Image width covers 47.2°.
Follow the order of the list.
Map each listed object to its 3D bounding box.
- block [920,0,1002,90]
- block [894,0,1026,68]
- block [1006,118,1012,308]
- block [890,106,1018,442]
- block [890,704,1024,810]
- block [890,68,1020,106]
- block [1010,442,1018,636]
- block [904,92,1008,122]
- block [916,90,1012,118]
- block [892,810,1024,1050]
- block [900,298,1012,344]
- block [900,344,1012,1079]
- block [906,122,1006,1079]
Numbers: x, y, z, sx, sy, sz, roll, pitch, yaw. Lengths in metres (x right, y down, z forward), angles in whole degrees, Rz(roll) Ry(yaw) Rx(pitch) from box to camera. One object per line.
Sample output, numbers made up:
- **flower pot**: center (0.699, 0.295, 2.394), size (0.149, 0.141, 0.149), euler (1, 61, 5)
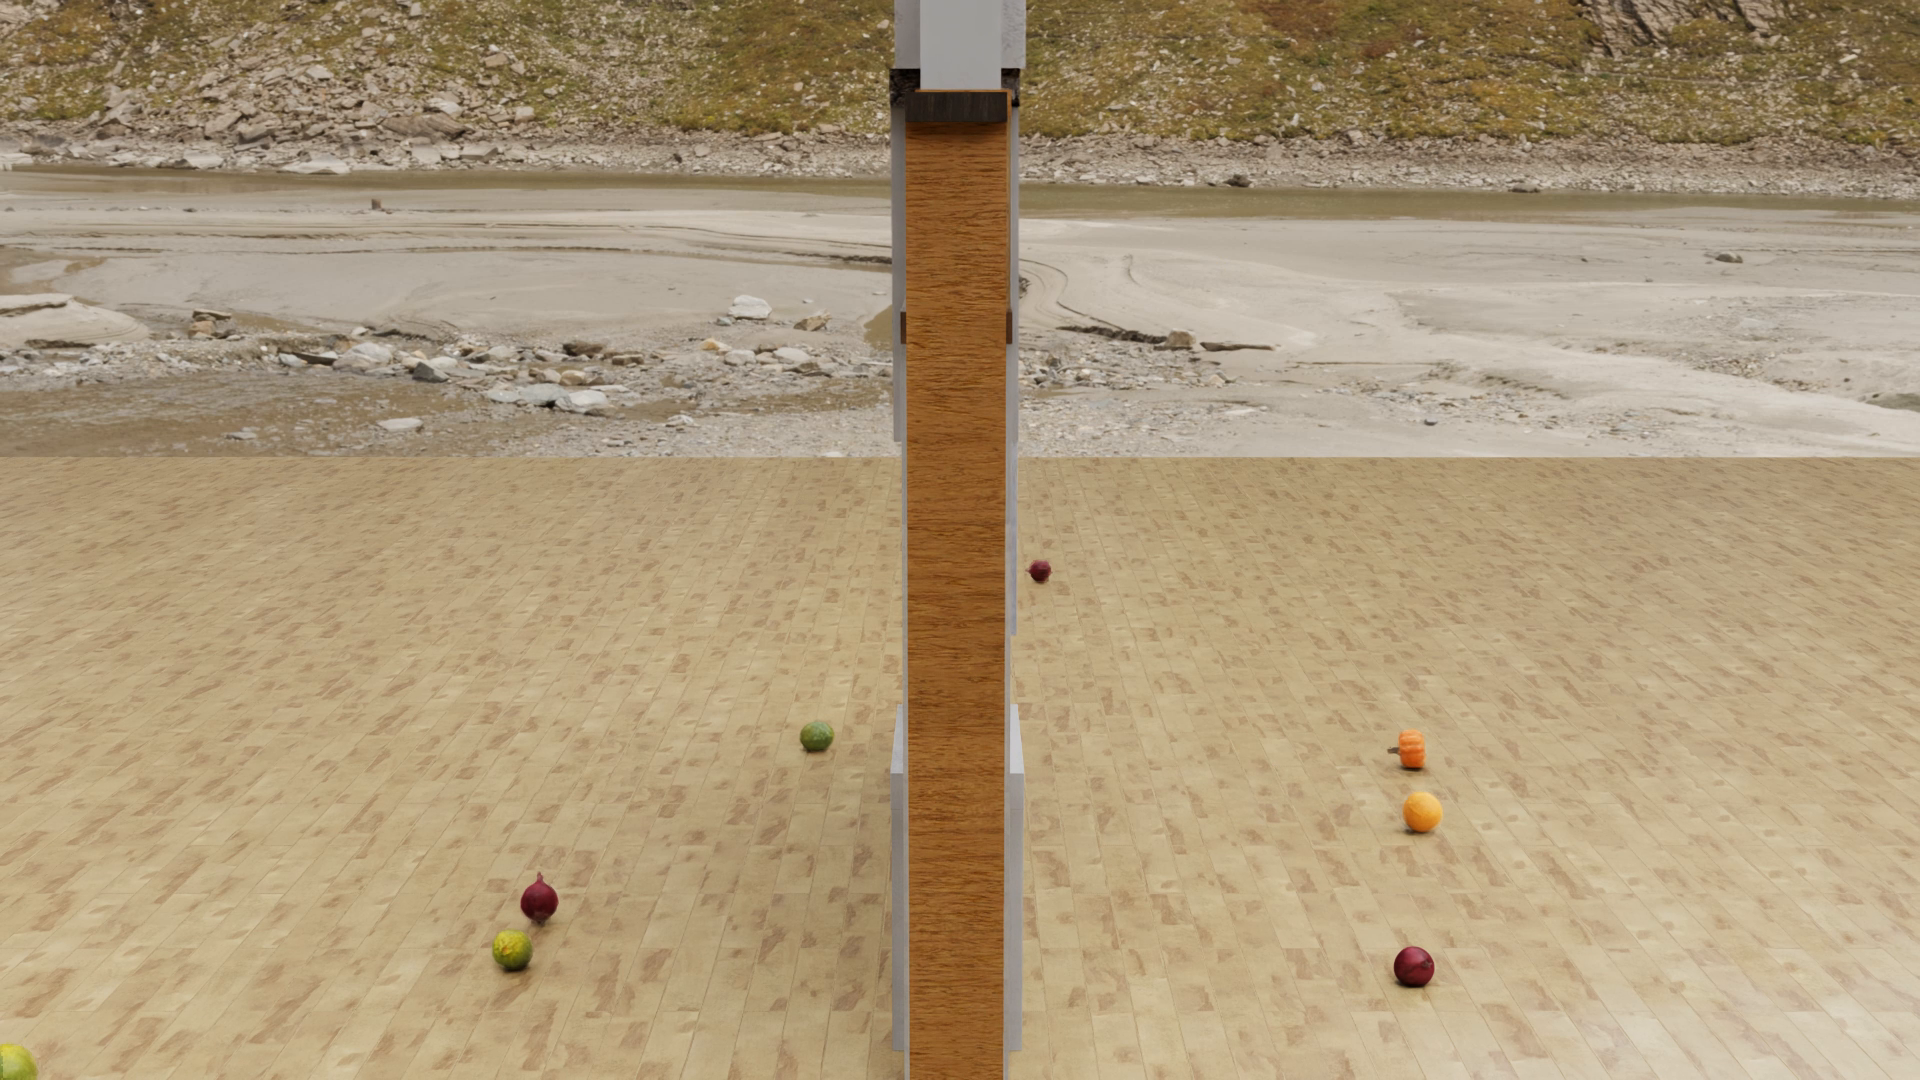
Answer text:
- **block**: center (0.001, -0.655, 2.705), size (0.099, 0.198, 0.028), euler (0, 11, 0)
- **block**: center (0.000, -0.801, 2.909), size (0.173, 0.346, 0.049), euler (0, 11, 0)
- **block**: center (0.004, -0.411, 2.767), size (0.118, 0.237, 0.034), euler (0, 11, 0)
- **block**: center (-0.006, -0.366, 3.041), size (0.174, 0.457, 0.049), euler (0, 11, 0)
- **block**: center (-0.004, 0.303, 3.114), size (0.179, 0.051, 0.358), euler (0, 11, 0)
- **block**: center (-0.008, -0.636, 3.108), size (0.174, 0.049, 0.347), euler (0, 11, 0)
- **block**: center (0.002, -0.101, 3.410), size (0.173, 0.500, 0.049), euler (0, 11, 0)
- **block**: center (-0.005, -0.508, 2.586), size (0.115, 0.033, 0.230), euler (0, 11, 0)
- **block**: center (0.003, -0.558, 2.820), size (0.118, 0.034, 0.237), euler (0, 11, 0)
- **block**: center (-0.004, 0.526, 3.034), size (0.179, 0.358, 0.051), euler (0, 11, 0)
- **block**: center (-0.004, -0.288, 2.861), size (0.139, 0.039, 0.278), euler (0, 11, 0)
- **block**: center (-0.004, 0.236, 2.864), size (0.139, 0.991, 0.039), euler (0, 11, 0)
- **block**: center (-0.004, 0.142, 2.629), size (0.115, 1.261, 0.033), euler (0, 11, 0)
